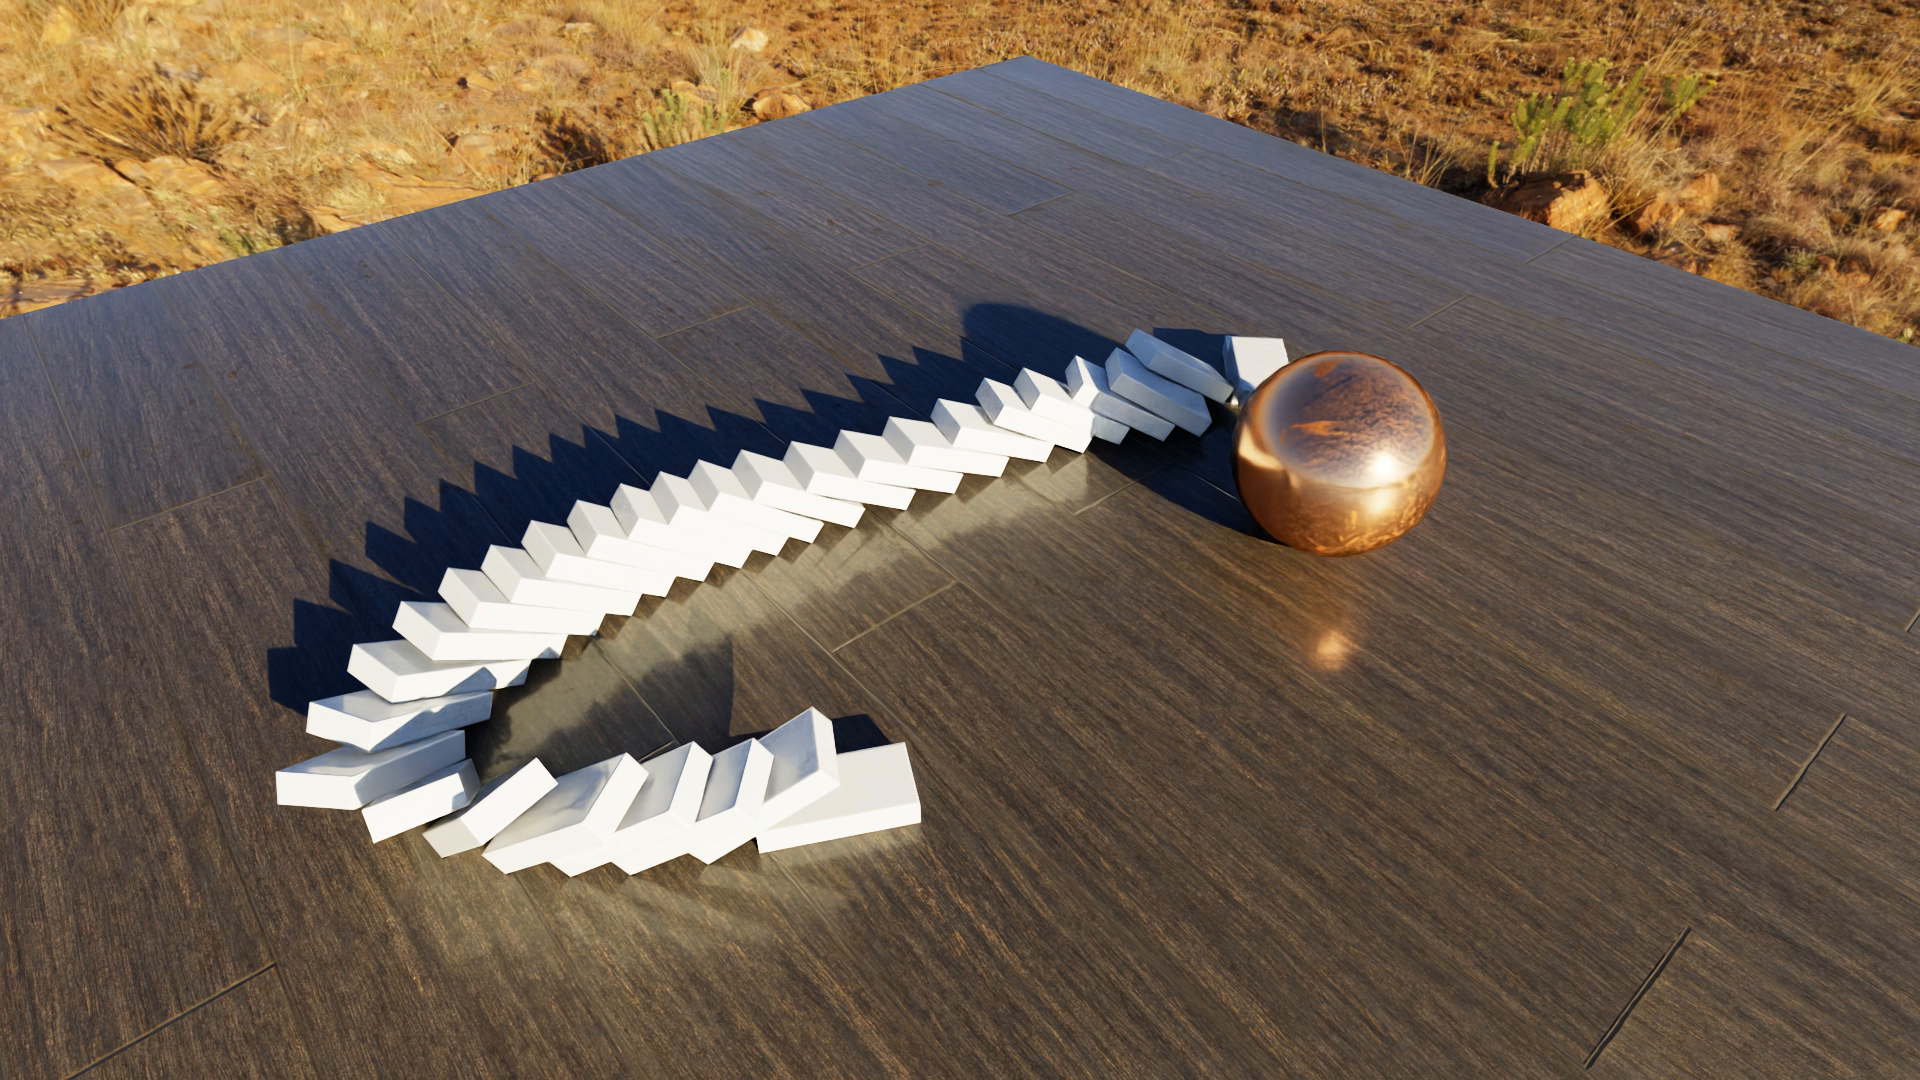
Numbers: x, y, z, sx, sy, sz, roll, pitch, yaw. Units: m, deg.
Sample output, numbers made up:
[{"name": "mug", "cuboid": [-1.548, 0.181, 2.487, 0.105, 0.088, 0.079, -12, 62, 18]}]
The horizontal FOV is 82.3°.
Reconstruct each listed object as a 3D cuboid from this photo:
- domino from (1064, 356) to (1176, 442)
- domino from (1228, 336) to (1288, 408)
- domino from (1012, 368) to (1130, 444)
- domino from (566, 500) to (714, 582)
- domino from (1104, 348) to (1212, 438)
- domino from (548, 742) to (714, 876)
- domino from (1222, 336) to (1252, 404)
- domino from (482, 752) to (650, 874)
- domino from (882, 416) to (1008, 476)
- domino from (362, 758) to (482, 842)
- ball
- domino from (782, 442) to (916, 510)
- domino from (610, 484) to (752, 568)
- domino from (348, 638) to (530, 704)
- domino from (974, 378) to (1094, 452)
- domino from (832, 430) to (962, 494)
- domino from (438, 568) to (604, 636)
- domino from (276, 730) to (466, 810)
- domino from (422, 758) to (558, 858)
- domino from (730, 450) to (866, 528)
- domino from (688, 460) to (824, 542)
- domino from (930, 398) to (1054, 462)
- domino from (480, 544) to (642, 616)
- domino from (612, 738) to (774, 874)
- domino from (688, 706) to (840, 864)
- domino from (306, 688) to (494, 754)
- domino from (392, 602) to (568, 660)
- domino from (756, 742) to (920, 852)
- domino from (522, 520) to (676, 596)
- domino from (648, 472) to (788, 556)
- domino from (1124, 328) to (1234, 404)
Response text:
[{"name": "domino", "cuboid": [0.073, -0.065, 0.505, 0.050, 0.010, 0.025, 21, 35, -20]}, {"name": "domino", "cuboid": [0.144, -0.080, 0.527, 0.025, 0.010, 0.050, 3, 39, 4]}, {"name": "domino", "cuboid": [0.051, -0.060, 0.498, 0.050, 0.009, 0.025, 16, 29, -28]}, {"name": "domino", "cuboid": [-0.122, 0.001, 0.420, 0.050, 0.009, 0.025, 17, 20, -46]}, {"name": "domino", "cuboid": [0.091, -0.068, 0.507, 0.050, 0.010, 0.025, 25, 33, -17]}, {"name": "domino", "cuboid": [-0.097, 0.080, 0.325, 0.050, 0.009, 0.025, -25, 32, 24]}, {"name": "domino", "cuboid": [0.146, -0.085, 0.547, 0.025, 0.010, 0.050, 3, 39, 4]}, {"name": "domino", "cuboid": [-0.116, 0.081, 0.323, 0.050, 0.010, 0.025, -23, 28, 32]}, {"name": "domino", "cuboid": [-0.006, -0.040, 0.476, 0.050, 0.009, 0.025, 4, 31, -38]}, {"name": "domino", "cuboid": [-0.158, 0.076, 0.326, 0.025, 0.009, 0.050, -20, 1, -21]}, {"name": "ball", "cuboid": [0.146, -0.034, 0.429, 0.080, 0.080, 0.080, 0, 39, 0]}, {"name": "domino", "cuboid": [-0.046, -0.027, 0.457, 0.050, 0.009, 0.025, 9, 28, -40]}, {"name": "domino", "cuboid": [-0.108, -0.005, 0.427, 0.050, 0.010, 0.025, 18, 22, -44]}, {"name": "domino", "cuboid": [-0.175, 0.042, 0.372, 0.025, 0.009, 0.050, 24, 12, 27]}, {"name": "domino", "cuboid": [0.033, -0.056, 0.493, 0.050, 0.009, 0.025, 14, 30, -32]}, {"name": "domino", "cuboid": [-0.026, -0.033, 0.467, 0.050, 0.009, 0.025, 6, 30, -39]}, {"name": "domino", "cuboid": [-0.156, 0.022, 0.393, 0.025, 0.010, 0.050, 33, 12, 34]}, {"name": "domino", "cuboid": [-0.179, 0.069, 0.337, 0.025, 0.010, 0.050, 1, 6, 11]}, {"name": "domino", "cuboid": [-0.138, 0.079, 0.322, 0.050, 0.009, 0.025, -27, 12, 50]}, {"name": "domino", "cuboid": [-0.066, -0.021, 0.447, 0.050, 0.009, 0.025, 15, 24, -42]}, {"name": "domino", "cuboid": [-0.081, -0.015, 0.439, 0.050, 0.010, 0.025, 18, 22, -44]}, {"name": "domino", "cuboid": [0.014, -0.048, 0.487, 0.050, 0.010, 0.025, 6, 32, -33]}, {"name": "domino", "cuboid": [-0.145, 0.015, 0.402, 0.025, 0.010, 0.050, 35, 12, 35]}, {"name": "domino", "cuboid": [-0.080, 0.079, 0.326, 0.050, 0.009, 0.025, -26, 33, 23]}, {"name": "domino", "cuboid": [-0.060, 0.074, 0.333, 0.050, 0.010, 0.025, -33, 39, 13]}, {"name": "domino", "cuboid": [-0.179, 0.055, 0.355, 0.025, 0.009, 0.050, 13, 7, 17]}, {"name": "domino", "cuboid": [-0.166, 0.032, 0.382, 0.025, 0.010, 0.050, 27, 8, 29]}, {"name": "domino", "cuboid": [-0.039, 0.080, 0.345, 0.050, 0.010, 0.025, -8, 40, -10]}, {"name": "domino", "cuboid": [-0.135, 0.007, 0.411, 0.050, 0.010, 0.025, 16, 18, -49]}, {"name": "domino", "cuboid": [-0.095, -0.010, 0.433, 0.050, 0.010, 0.025, 18, 22, -44]}, {"name": "domino", "cuboid": [0.105, -0.083, 0.523, 0.050, 0.010, 0.025, 18, 26, -30]}]
